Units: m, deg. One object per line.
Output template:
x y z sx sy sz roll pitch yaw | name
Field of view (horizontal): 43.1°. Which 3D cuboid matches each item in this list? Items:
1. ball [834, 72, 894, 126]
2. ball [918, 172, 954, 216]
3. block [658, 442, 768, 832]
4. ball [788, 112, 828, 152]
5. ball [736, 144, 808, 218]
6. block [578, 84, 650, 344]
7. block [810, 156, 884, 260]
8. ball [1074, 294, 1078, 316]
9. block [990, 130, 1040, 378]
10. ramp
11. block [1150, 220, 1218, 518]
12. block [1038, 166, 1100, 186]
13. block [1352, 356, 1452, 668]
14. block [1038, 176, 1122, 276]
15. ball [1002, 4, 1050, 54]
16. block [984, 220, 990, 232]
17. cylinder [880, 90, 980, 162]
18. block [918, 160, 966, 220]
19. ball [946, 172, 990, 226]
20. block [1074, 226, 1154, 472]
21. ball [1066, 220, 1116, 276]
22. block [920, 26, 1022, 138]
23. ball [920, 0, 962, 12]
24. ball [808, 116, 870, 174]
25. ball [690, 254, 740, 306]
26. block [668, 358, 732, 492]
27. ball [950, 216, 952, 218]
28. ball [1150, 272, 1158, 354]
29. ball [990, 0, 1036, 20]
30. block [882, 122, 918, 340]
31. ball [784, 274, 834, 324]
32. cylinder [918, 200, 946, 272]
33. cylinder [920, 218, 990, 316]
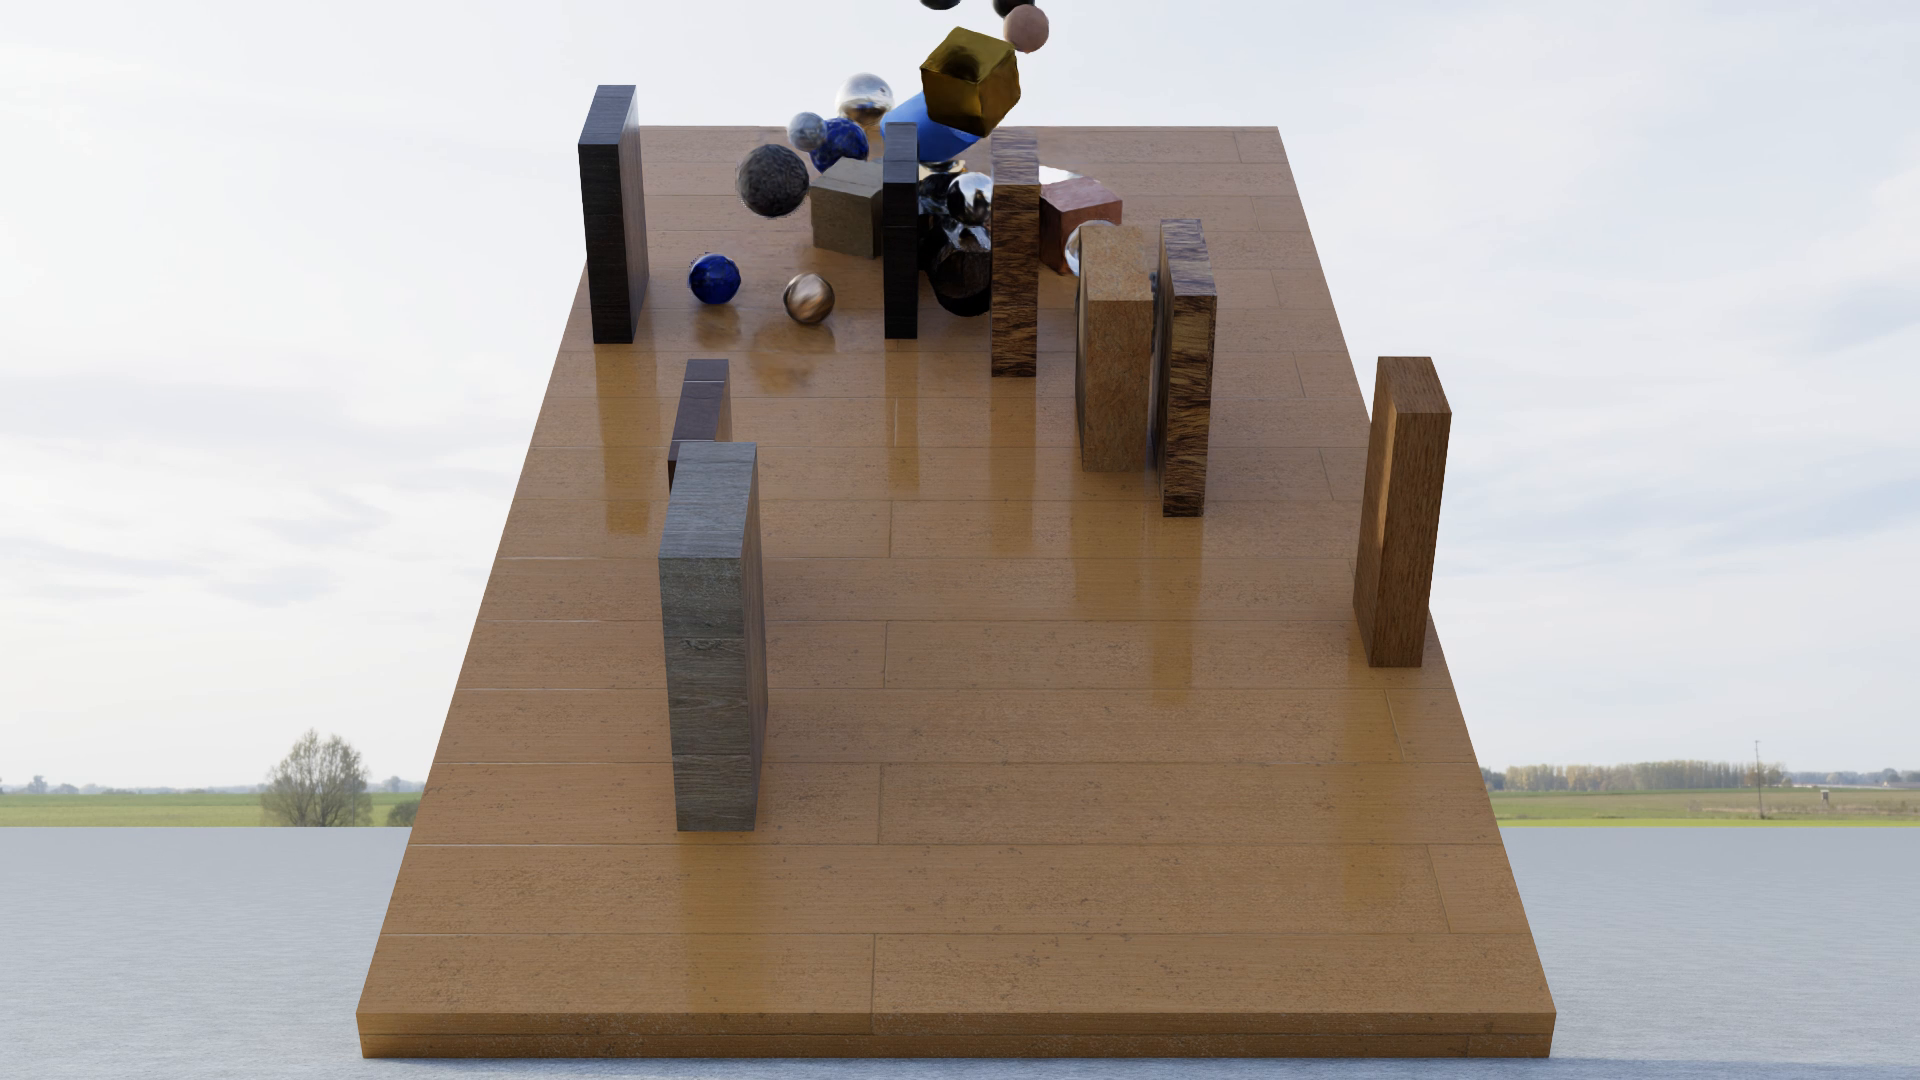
-0.295 -1.353 7.524 0.186 0.186 0.186 0 -7 0 | ball
-0.053 -0.920 6.458 0.115 0.115 0.115 0 -7 0 | ball
-0.448 0.177 4.489 0.141 0.589 0.411 0 31 0 | block
-0.435 -1.164 6.928 0.115 0.115 0.115 0 -7 0 | ball
-0.495 -0.949 6.428 0.191 0.191 0.191 0 -7 0 | ball
-0.882 -0.835 6.217 0.099 0.539 0.408 0 31 0 | block
-0.280 -0.912 6.674 0.189 0.189 0.189 15 38 22 | block
0.352 -0.606 6.253 0.117 0.117 0.117 0 -7 0 | ball
0.134 -0.714 6.048 0.110 0.512 0.351 0 31 0 | block
-0.014 -0.200 5.787 2.000 0.100 4.000 0 31 0 | ramp
0.500 -0.389 5.478 0.090 0.546 0.404 0 31 0 | block
0.288 -0.963 6.780 0.124 0.124 0.124 8 9 -44 | block
0.884 -0.054 4.886 0.105 0.584 0.240 0 31 0 | block
0.310 -0.854 6.600 0.185 0.185 0.185 -15 34 -23 | block
0.197 -1.516 7.213 0.142 0.142 0.142 0 -7 0 | ball
0.054 -0.777 6.531 0.122 0.122 0.122 -1 31 -2 | block
-0.083 -1.197 7.060 0.208 0.208 0.208 -27 -21 34 | cylinder
-0.063 -0.962 6.781 0.146 0.146 0.146 1 29 10 | block
0.032 -0.883 6.291 0.139 0.139 0.139 0 -7 0 | ball
0.356 -0.450 5.684 0.144 0.437 0.409 0 31 0 | block
0.349 -0.734 6.183 0.162 0.162 0.162 0 -7 0 | ball
0.031 -1.284 6.820 0.192 0.192 0.192 23 -32 25 | block
-0.055 -1.536 6.710 0.149 0.149 0.149 0 -7 0 | ball
-0.353 -1.141 7.078 0.179 0.179 0.179 0 -7 0 | ball
-0.641 -0.682 6.356 0.134 0.134 0.134 0 -7 0 | ball
-0.523 -0.059 4.987 0.084 0.479 0.433 0 31 0 | block
0.069 -0.893 6.647 0.195 0.195 0.195 0 -7 0 | ball
0.508 -0.569 6.104 0.209 0.209 0.209 0 -7 0 | ball
0.162 -1.665 7.466 0.142 0.142 0.142 0 -7 0 | ball
-0.151 -0.803 6.275 0.083 0.429 0.410 0 31 0 | block
-0.389 -0.621 6.259 0.131 0.131 0.131 0 -7 0 | ball
-0.118 -0.837 6.589 0.164 0.164 0.164 0 31 0 | cylinder
0.011 -0.715 6.354 0.196 0.196 0.196 2 30 -13 | cylinder
